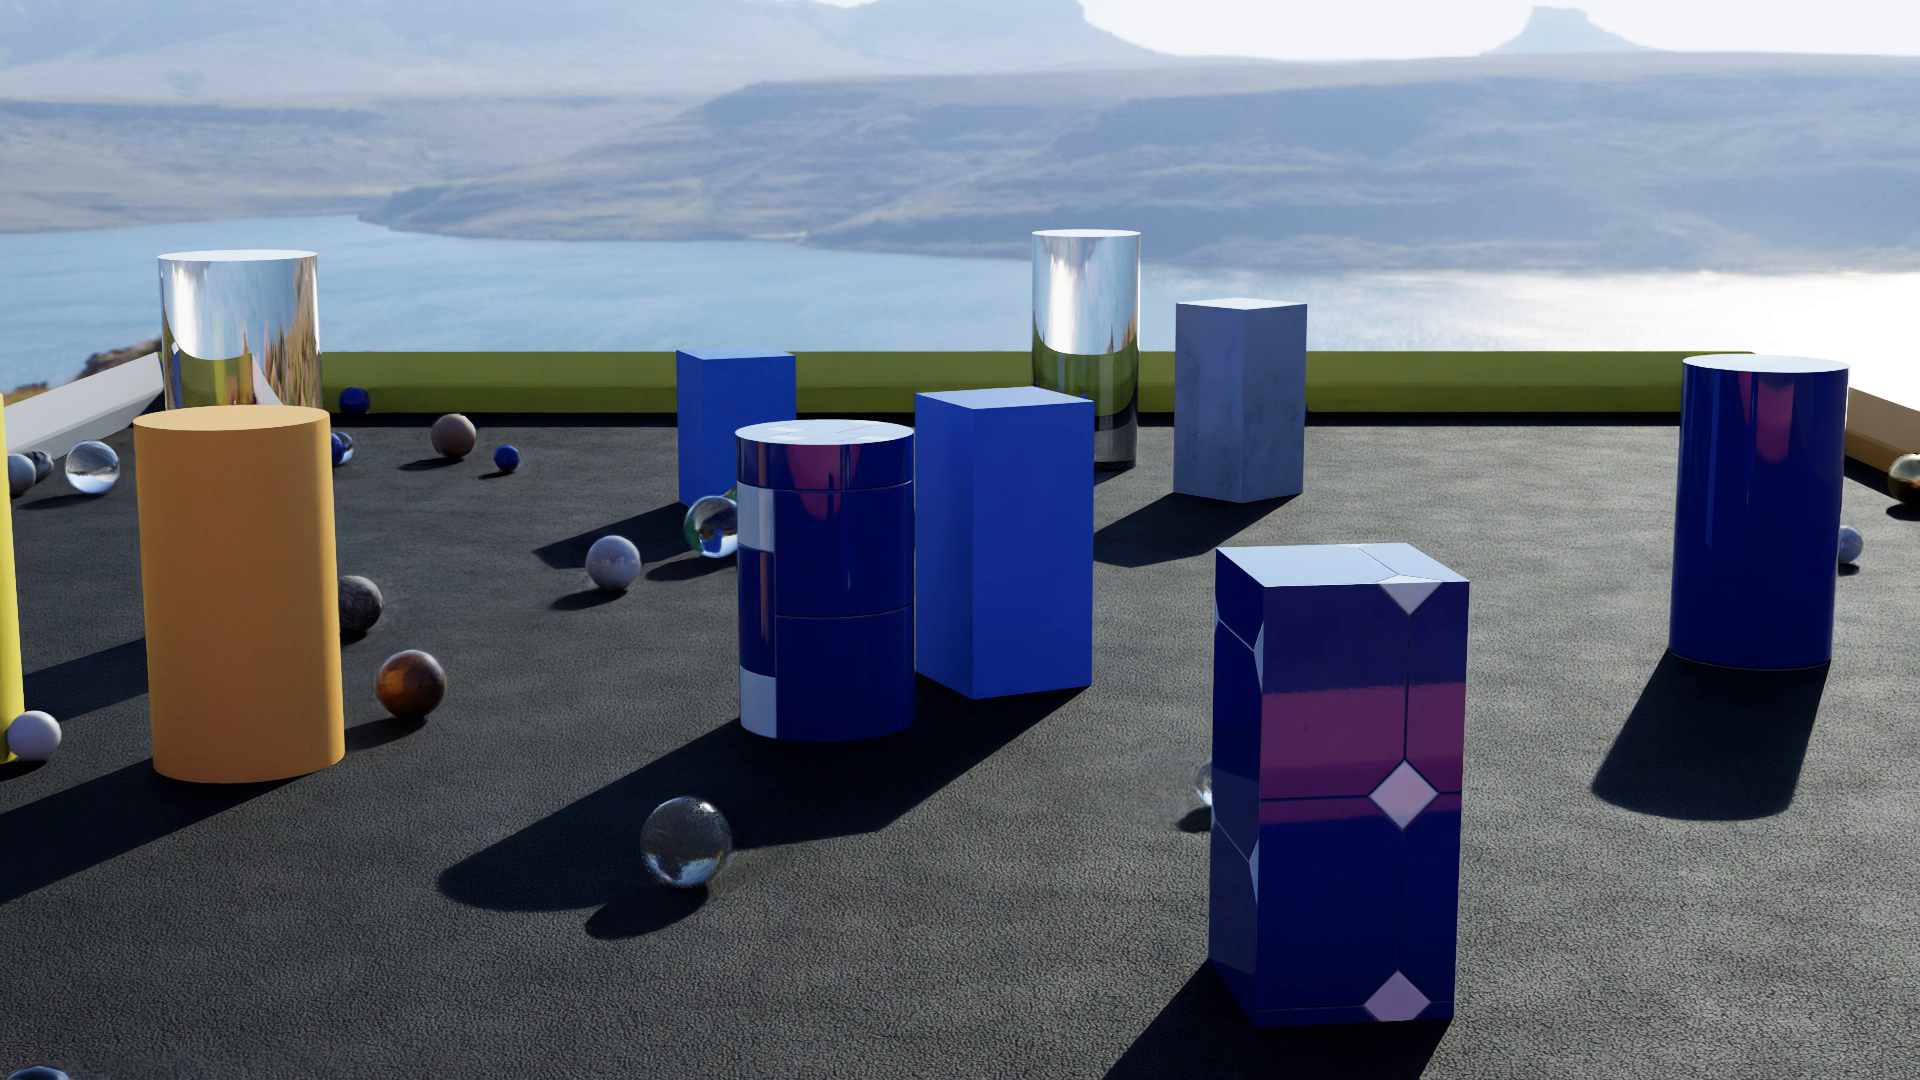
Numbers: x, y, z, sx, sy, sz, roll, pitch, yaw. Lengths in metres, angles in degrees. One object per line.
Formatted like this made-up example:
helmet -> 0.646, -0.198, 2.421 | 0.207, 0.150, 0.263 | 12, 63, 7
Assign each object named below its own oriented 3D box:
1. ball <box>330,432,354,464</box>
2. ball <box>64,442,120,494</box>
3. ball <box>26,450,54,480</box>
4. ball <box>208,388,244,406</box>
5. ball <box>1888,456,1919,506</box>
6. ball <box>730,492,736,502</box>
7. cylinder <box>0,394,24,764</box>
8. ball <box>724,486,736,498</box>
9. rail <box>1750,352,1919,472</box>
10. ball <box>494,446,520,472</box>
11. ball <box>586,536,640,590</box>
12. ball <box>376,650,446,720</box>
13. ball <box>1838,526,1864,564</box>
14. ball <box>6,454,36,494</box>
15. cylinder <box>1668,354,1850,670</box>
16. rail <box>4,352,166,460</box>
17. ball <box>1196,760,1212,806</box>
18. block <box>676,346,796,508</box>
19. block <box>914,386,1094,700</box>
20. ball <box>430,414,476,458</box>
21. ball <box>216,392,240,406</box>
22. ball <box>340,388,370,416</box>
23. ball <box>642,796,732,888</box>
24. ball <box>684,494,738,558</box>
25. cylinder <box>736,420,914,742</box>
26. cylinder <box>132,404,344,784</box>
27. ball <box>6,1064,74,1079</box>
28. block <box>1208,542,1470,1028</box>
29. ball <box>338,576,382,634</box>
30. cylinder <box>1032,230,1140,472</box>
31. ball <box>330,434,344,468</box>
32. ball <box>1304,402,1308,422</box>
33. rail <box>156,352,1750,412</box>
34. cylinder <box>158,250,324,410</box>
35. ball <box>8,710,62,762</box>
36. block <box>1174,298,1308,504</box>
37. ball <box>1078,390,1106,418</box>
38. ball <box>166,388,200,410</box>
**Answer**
ball -> -1.151, -0.171, 4.744 | 0.060, 0.060, 0.060 | 0, 10, 0
ball -> -1.489, -0.124, 4.405 | 0.091, 0.091, 0.091 | 0, 10, 0
ball -> -1.639, -0.133, 4.559 | 0.053, 0.053, 0.053 | 0, 10, 0
ball -> -1.501, -0.272, 5.246 | 0.075, 0.075, 0.075 | 0, 10, 0
ball -> 1.598, -0.100, 4.292 | 0.084, 0.084, 0.084 | 0, 10, 0
ball -> -0.309, -0.039, 3.926 | 0.099, 0.099, 0.099 | 0, 10, 0
cylinder -> -1.102, 0.042, 2.709 | 0.197, 0.383, 0.197 | 0, 10, 0
ball -> -0.350, -0.054, 4.097 | 0.065, 0.065, 0.065 | 0, 10, 0
rail -> 1.663, 0.031, 3.458 | 0.045, 0.128, 4.047 | 0, 10, 0
ball -> -0.821, -0.147, 4.650 | 0.047, 0.047, 0.047 | 0, 10, 0
ball -> -0.487, 0.032, 3.602 | 0.077, 0.077, 0.077 | 0, 10, 0
ball -> -0.618, 0.163, 2.891 | 0.078, 0.078, 0.078 | 0, 10, 0
ball -> 1.307, 0.007, 3.794 | 0.055, 0.055, 0.055 | 0, 10, 0
ball -> -1.621, -0.113, 4.402 | 0.070, 0.070, 0.070 | 0, 10, 0
cylinder -> 0.991, -0.038, 3.188 | 0.197, 0.365, 0.197 | 0, 10, 0
rail -> -1.663, 0.035, 3.439 | 0.045, 0.128, 4.047 | 0, 10, 0
ball -> 0.259, 0.242, 2.546 | 0.049, 0.049, 0.049 | 0, 10, 0
block -> -0.372, -0.183, 4.266 | 0.158, 0.258, 0.158 | -4, 11, -21
block -> 0.051, -0.001, 3.055 | 0.158, 0.340, 0.158 | -5, 12, -25
ball -> -0.948, -0.194, 4.803 | 0.084, 0.084, 0.084 | 0, 10, 0
ball -> -1.538, -0.285, 5.388 | 0.049, 0.049, 0.049 | 0, 10, 0
ball -> -1.267, -0.289, 5.375 | 0.062, 0.062, 0.062 | 0, 10, 0
ball -> -0.245, 0.271, 2.300 | 0.081, 0.081, 0.081 | 0, 10, 0
ball -> -0.364, -0.020, 3.831 | 0.095, 0.095, 0.095 | 0, 10, 0
cylinder -> -0.149, 0.042, 2.860 | 0.197, 0.328, 0.197 | 0, 10, 0
cylinder -> -0.756, 0.052, 2.698 | 0.197, 0.366, 0.197 | 0, 10, 0
ball -> -0.626, 0.386, 1.740 | 0.059, 0.059, 0.059 | 0, 10, 0
block -> 0.294, 0.188, 2.022 | 0.158, 0.345, 0.158 | -1, 11, -7
ball -> -0.787, 0.083, 3.329 | 0.075, 0.075, 0.075 | 0, 10, 0
cylinder -> 0.229, -0.349, 4.699 | 0.197, 0.425, 0.197 | 0, 10, 0
ball -> -1.157, -0.163, 4.681 | 0.066, 0.066, 0.066 | 0, 10, 0
ball -> 0.663, -0.261, 5.176 | 0.079, 0.079, 0.079 | 0, 10, 0
rail -> -0.012, -0.331, 5.415 | 3.373, 0.128, 0.045 | 0, 10, 0
cylinder -> -0.921, -0.124, 3.317 | 0.197, 0.487, 0.197 | 0, 10, 0
ball -> -0.980, 0.208, 2.715 | 0.054, 0.054, 0.054 | 0, 10, 0
block -> 0.479, -0.243, 4.398 | 0.158, 0.326, 0.158 | -9, 14, -41
ball -> 0.275, -0.285, 5.360 | 0.059, 0.059, 0.059 | 0, 10, 0
ball -> -1.607, -0.279, 5.302 | 0.068, 0.068, 0.068 | 0, 10, 0
